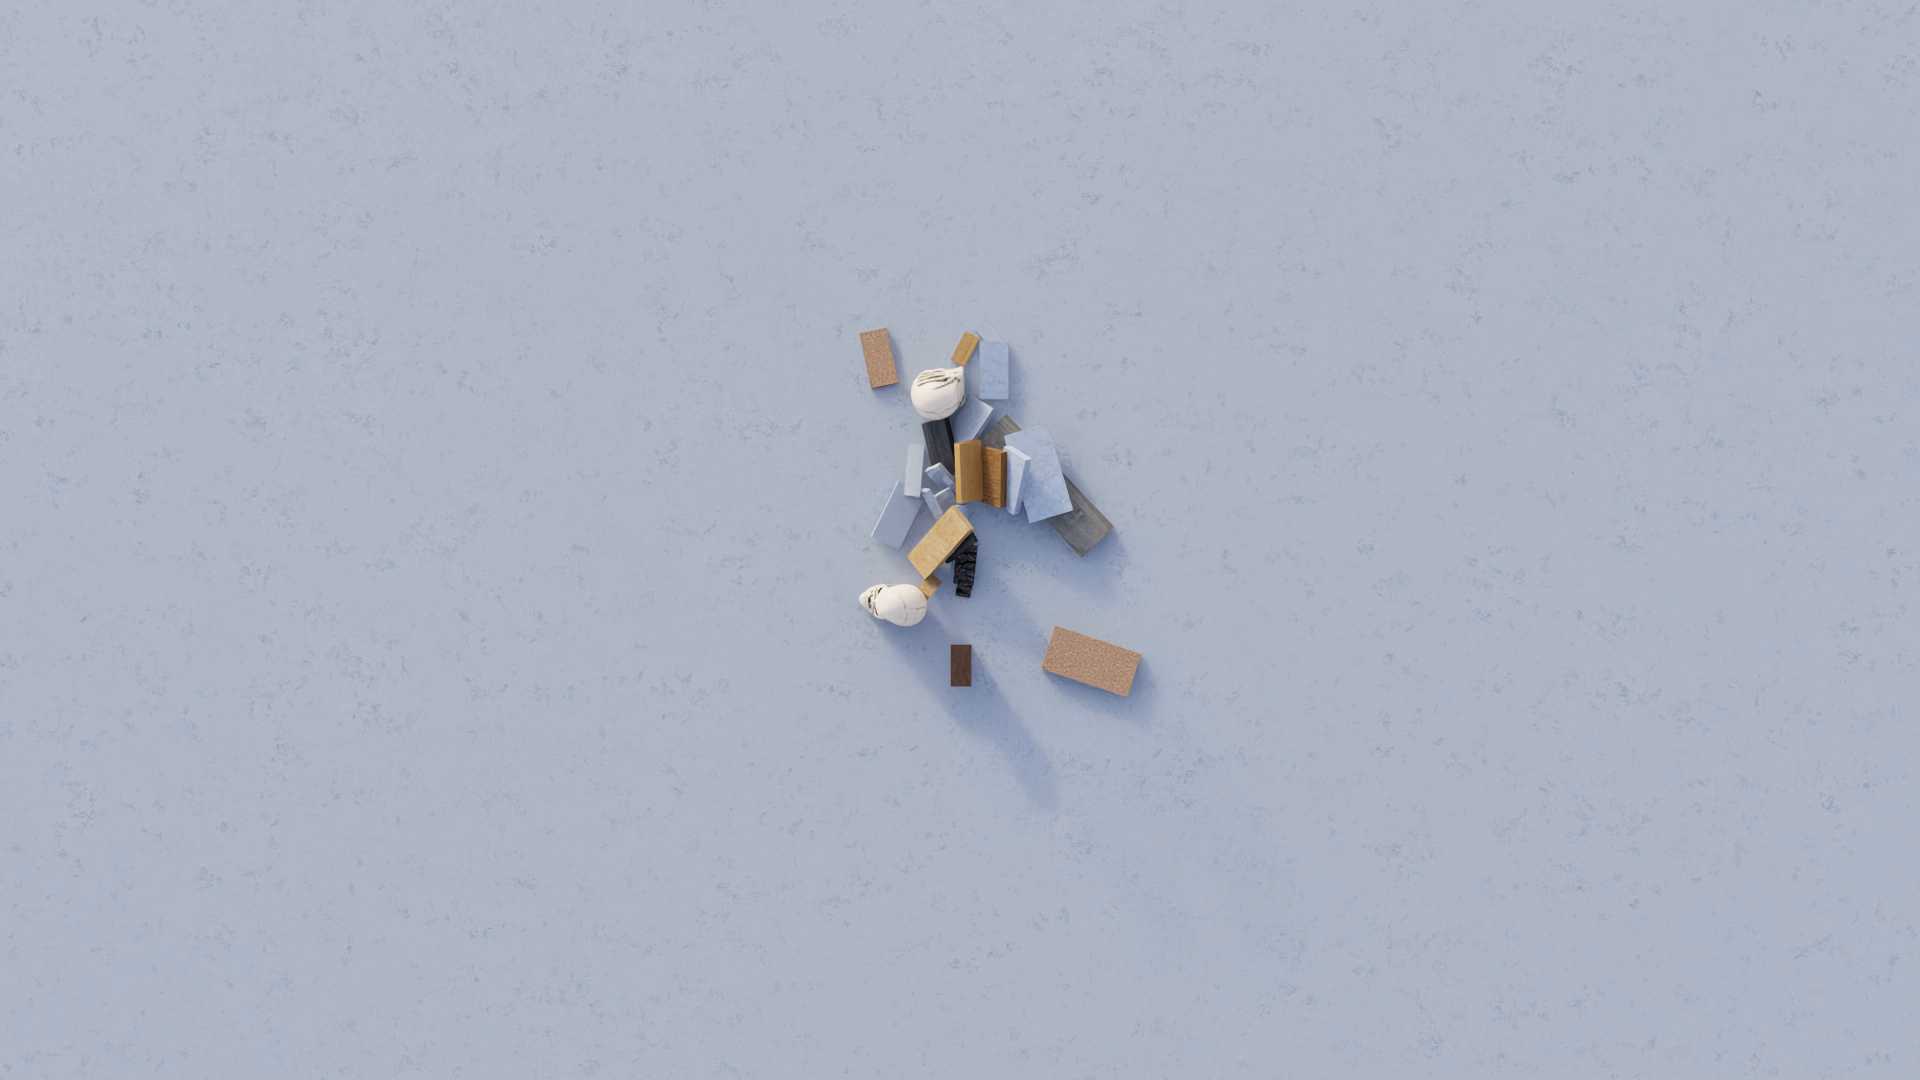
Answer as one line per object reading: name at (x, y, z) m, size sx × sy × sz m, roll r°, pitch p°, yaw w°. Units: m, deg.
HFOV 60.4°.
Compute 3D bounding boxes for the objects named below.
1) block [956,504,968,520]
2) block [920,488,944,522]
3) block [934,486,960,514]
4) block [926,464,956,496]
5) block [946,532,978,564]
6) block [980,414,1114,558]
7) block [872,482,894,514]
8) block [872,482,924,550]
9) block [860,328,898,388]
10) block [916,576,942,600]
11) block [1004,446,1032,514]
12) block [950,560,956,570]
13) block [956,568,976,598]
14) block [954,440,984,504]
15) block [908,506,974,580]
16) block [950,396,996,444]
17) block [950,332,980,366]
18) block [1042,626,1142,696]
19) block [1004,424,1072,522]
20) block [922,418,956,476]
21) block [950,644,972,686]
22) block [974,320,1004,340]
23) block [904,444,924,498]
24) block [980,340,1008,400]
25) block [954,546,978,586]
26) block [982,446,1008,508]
block at (0.003, -0.068, 5.443) m, size 0.048 × 0.014 × 0.095 m, roll -8°, pitch 105°, yaw 0°
block at (-0.086, -0.112, 5.452) m, size 0.018 × 0.063 × 0.127 m, roll -32°, pitch 106°, yaw -14°
block at (-0.031, -0.109, 5.466) m, size 0.063 × 0.018 × 0.127 m, roll -31°, pitch 114°, yaw 0°
block at (-0.050, -0.197, 5.448) m, size 0.127 × 0.063 × 0.018 m, roll 47°, pitch 46°, yaw -23°
block at (-0.009, 0.012, 5.410) m, size 0.138 × 0.020 × 0.069 m, roll -38°, pitch 75°, yaw 30°
block at (0.278, -0.179, 5.479) m, size 0.149 × 0.042 × 0.518 m, roll -44°, pitch 90°, yaw 0°
block at (-0.244, -0.138, 5.493) m, size 0.050 × 0.014 × 0.101 m, roll 39°, pitch 90°, yaw 0°
block at (-0.205, -0.082, 5.476) m, size 0.102 × 0.029 × 0.204 m, roll 26°, pitch 90°, yaw -11°
block at (-0.270, -0.604, 5.487) m, size 0.093 × 0.026 × 0.186 m, roll -12°, pitch 90°, yaw 0°
block at (-0.102, 0.153, 5.456) m, size 0.050 × 0.101 × 0.014 m, roll 41°, pitch 128°, yaw 0°
block at (0.170, -0.196, 5.412) m, size 0.102 × 0.029 × 0.204 m, roll 35°, pitch 126°, yaw 36°
block at (0.006, 0.036, 5.463) m, size 0.069 × 0.020 × 0.138 m, roll 3°, pitch 114°, yaw 0°
block at (0.018, 0.141, 5.470) m, size 0.050 × 0.014 × 0.101 m, roll 9°, pitch 114°, yaw -3°
block at (0.029, -0.227, 5.430) m, size 0.093 × 0.026 × 0.199 m, roll -14°, pitch 109°, yaw -37°
block at (-0.065, 0.009, 5.417) m, size 0.102 × 0.029 × 0.246 m, roll 51°, pitch 118°, yaw 18°
block at (0.026, -0.374, 5.467) m, size 0.096 × 0.027 × 0.192 m, roll 34°, pitch 90°, yaw 26°
block at (0.017, -0.636, 5.493) m, size 0.052 × 0.015 × 0.104 m, roll 28°, pitch 90°, yaw 0°
block at (0.435, 0.402, 5.479) m, size 0.299 × 0.042 × 0.149 m, roll 18°, pitch 90°, yaw 0°
block at (0.258, -0.220, 5.437) m, size 0.149 × 0.042 × 0.299 m, roll -17°, pitch 90°, yaw 0°
block at (-0.061, -0.303, 5.458) m, size 0.096 × 0.027 × 0.192 m, roll -12°, pitch 92°, yaw 37°
block at (0.003, 0.407, 5.354) m, size 0.068 × 0.019 × 0.136 m, roll 0°, pitch 90°, yaw 0°
block at (0.102, -0.680, 5.493) m, size 0.052 × 0.015 × 0.104 m, roll -42°, pitch 90°, yaw 0°
block at (-0.152, -0.229, 5.465) m, size 0.052 × 0.015 × 0.178 m, roll 7°, pitch 74°, yaw -9°
block at (0.113, -0.564, 5.477) m, size 0.096 × 0.027 × 0.192 m, roll 0°, pitch 95°, yaw 0°
block at (0.018, 0.081, 5.462) m, size 0.069 × 0.020 × 0.138 m, roll 5°, pitch 114°, yaw -1°
block at (0.112, -0.208, 5.430) m, size 0.026 × 0.093 × 0.186 m, roll -14°, pitch 113°, yaw -39°
